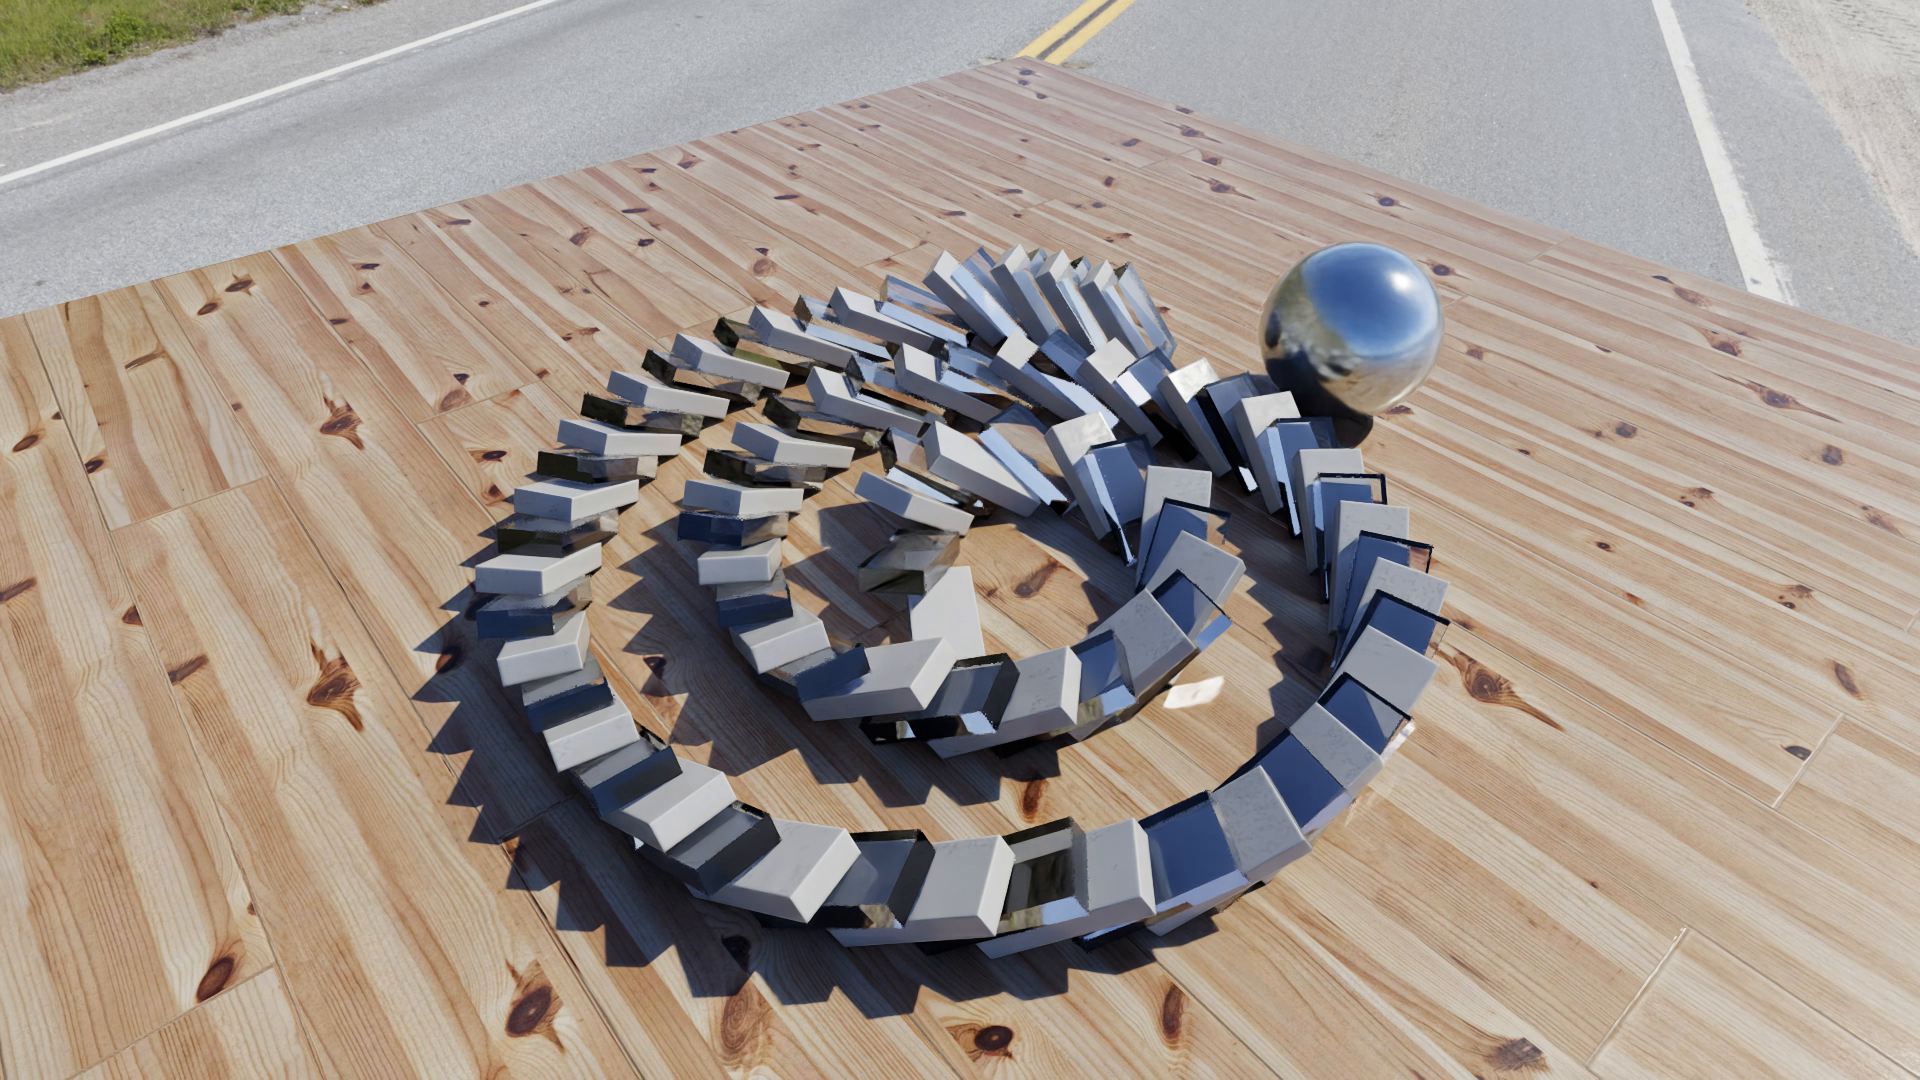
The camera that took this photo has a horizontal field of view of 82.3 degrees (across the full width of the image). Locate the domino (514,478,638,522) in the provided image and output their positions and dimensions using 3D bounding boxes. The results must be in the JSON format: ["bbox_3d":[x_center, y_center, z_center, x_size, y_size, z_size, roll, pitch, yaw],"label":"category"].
[{"bbox_3d":[-0.155,-0.018,0.449,0.025,0.009,0.050,10,13,12],"label":"domino"}]

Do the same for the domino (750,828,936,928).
[{"bbox_3d":[-0.034,0.095,0.309,0.050,0.010,0.025,-13,31,32],"label":"domino"}]

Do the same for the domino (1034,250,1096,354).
[{"bbox_3d":[0.058,-0.120,0.560,0.010,0.050,0.025,-19,28,36],"label":"domino"}]

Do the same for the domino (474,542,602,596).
[{"bbox_3d":[-0.157,0.010,0.414,0.025,0.009,0.050,3,11,5],"label":"domino"}]

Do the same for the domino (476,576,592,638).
[{"bbox_3d":[-0.152,0.024,0.397,0.025,0.009,0.050,-3,11,-3],"label":"domino"}]

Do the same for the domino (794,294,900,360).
[{"bbox_3d":[-0.057,-0.108,0.557,0.050,0.010,0.025,12,31,-32],"label":"domino"}]

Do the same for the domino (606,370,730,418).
[{"bbox_3d":[-0.133,-0.066,0.503,0.025,0.009,0.050,24,12,30],"label":"domino"}]

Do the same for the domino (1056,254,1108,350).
[{"bbox_3d":[0.068,-0.116,0.556,0.010,0.050,0.025,-19,27,36],"label":"domino"}]

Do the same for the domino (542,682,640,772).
[{"bbox_3d":[-0.121,0.059,0.353,0.025,0.009,0.050,-20,14,-23],"label":"domino"}]

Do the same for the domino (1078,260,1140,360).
[{"bbox_3d":[0.079,-0.112,0.551,0.010,0.050,0.025,-19,26,36],"label":"domino"}]

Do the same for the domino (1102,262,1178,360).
[{"bbox_3d":[0.090,-0.110,0.549,0.010,0.050,0.025,-19,26,36],"label":"domino"}]

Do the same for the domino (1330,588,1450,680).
[{"bbox_3d":[0.140,0.044,0.368,0.025,0.010,0.050,27,79,22],"label":"domino"}]

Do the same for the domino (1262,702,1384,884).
[{"bbox_3d":[0.100,0.076,0.331,0.050,0.010,0.025,-45,49,0],"label":"domino"}]

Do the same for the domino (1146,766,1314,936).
[{"bbox_3d":[0.071,0.089,0.314,0.050,0.010,0.025,-33,46,10],"label":"domino"}]

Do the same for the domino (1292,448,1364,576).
[{"bbox_3d":[0.149,-0.011,0.438,0.025,0.010,0.050,-1,71,-2],"label":"domino"}]

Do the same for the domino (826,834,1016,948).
[{"bbox_3d":[-0.011,0.098,0.305,0.050,0.010,0.025,-16,33,29],"label":"domino"}]

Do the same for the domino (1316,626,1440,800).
[{"bbox_3d":[0.129,0.055,0.355,0.025,0.009,0.050,32,81,27],"label":"domino"}]

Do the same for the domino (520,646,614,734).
[{"bbox_3d":[-0.131,0.049,0.364,0.025,0.009,0.050,-20,13,-21],"label":"domino"}]

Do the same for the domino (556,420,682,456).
[{"bbox_3d":[-0.147,-0.044,0.478,0.025,0.010,0.050,17,11,20],"label":"domino"}]

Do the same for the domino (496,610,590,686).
[{"bbox_3d":[-0.143,0.037,0.380,0.025,0.010,0.050,-12,12,-14],"label":"domino"}]

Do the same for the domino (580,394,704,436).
[{"bbox_3d":[-0.141,-0.055,0.490,0.025,0.009,0.050,18,9,23],"label":"domino"}]

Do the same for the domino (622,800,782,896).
[{"bbox_3d":[-0.077,0.086,0.321,0.025,0.010,0.050,-34,23,-34],"label":"domino"}]

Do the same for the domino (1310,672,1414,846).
[{"bbox_3d":[0.114,0.068,0.341,0.050,0.010,0.025,-47,52,-5],"label":"domino"}]

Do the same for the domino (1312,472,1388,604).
[{"bbox_3d":[0.151,-0.001,0.423,0.025,0.009,0.050,1,74,1],"label":"domino"}]

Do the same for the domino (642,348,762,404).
[{"bbox_3d":[-0.121,-0.077,0.517,0.025,0.010,0.050,34,17,35],"label":"domino"}]

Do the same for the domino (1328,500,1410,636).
[{"bbox_3d":[0.152,0.012,0.409,0.025,0.009,0.050,6,74,8],"label":"domino"}]

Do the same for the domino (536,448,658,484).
[{"bbox_3d":[-0.151,-0.032,0.462,0.025,0.010,0.050,10,9,13],"label":"domino"}]

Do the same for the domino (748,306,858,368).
[{"bbox_3d":[-0.077,-0.100,0.546,0.050,0.010,0.025,11,27,-40],"label":"domino"}]

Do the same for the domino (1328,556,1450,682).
[{"bbox_3d":[0.148,0.034,0.381,0.025,0.010,0.050,22,77,18],"label":"domino"}]

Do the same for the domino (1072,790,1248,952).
[{"bbox_3d":[0.052,0.093,0.309,0.050,0.010,0.025,-29,43,14],"label":"domino"}]

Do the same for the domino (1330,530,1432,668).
[{"bbox_3d":[0.151,0.024,0.394,0.025,0.010,0.050,13,75,15],"label":"domino"}]

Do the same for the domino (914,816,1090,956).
[{"bbox_3d":[0.011,0.096,0.306,0.050,0.009,0.025,-22,35,21],"label":"domino"}]

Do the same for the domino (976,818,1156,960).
[{"bbox_3d":[0.028,0.097,0.306,0.050,0.010,0.025,-23,35,20],"label":"domino"}]

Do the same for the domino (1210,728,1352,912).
[{"bbox_3d":[0.086,0.082,0.322,0.050,0.010,0.025,-42,49,3],"label":"domino"}]

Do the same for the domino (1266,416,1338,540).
[{"bbox_3d":[0.145,-0.026,0.454,0.025,0.009,0.050,-3,71,-10],"label":"domino"}]

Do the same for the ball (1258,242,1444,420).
[{"bbox_3d":[0.179,-0.096,0.505,0.080,0.080,0.080,0,39,0],"label":"ball"}]

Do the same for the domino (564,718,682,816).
[{"bbox_3d":[-0.106,0.069,0.340,0.025,0.009,0.050,-27,16,-27],"label":"domino"}]

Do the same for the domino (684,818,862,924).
[{"bbox_3d":[-0.055,0.092,0.313,0.050,0.009,0.025,-5,31,41],"label":"domino"}]

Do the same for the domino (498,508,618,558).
[{"bbox_3d":[-0.156,-0.004,0.431,0.025,0.010,0.050,5,12,6],"label":"domino"}]

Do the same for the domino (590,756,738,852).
[{"bbox_3d":[-0.090,0.077,0.329,0.025,0.009,0.050,-34,19,-34],"label":"domino"}]

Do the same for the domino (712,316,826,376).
[{"bbox_3d":[-0.093,-0.093,0.538,0.050,0.010,0.025,10,27,-42],"label":"domino"}]

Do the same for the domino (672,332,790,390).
[{"bbox_3d":[-0.109,-0.085,0.526,0.050,0.009,0.025,8,21,-47],"label":"domino"}]
